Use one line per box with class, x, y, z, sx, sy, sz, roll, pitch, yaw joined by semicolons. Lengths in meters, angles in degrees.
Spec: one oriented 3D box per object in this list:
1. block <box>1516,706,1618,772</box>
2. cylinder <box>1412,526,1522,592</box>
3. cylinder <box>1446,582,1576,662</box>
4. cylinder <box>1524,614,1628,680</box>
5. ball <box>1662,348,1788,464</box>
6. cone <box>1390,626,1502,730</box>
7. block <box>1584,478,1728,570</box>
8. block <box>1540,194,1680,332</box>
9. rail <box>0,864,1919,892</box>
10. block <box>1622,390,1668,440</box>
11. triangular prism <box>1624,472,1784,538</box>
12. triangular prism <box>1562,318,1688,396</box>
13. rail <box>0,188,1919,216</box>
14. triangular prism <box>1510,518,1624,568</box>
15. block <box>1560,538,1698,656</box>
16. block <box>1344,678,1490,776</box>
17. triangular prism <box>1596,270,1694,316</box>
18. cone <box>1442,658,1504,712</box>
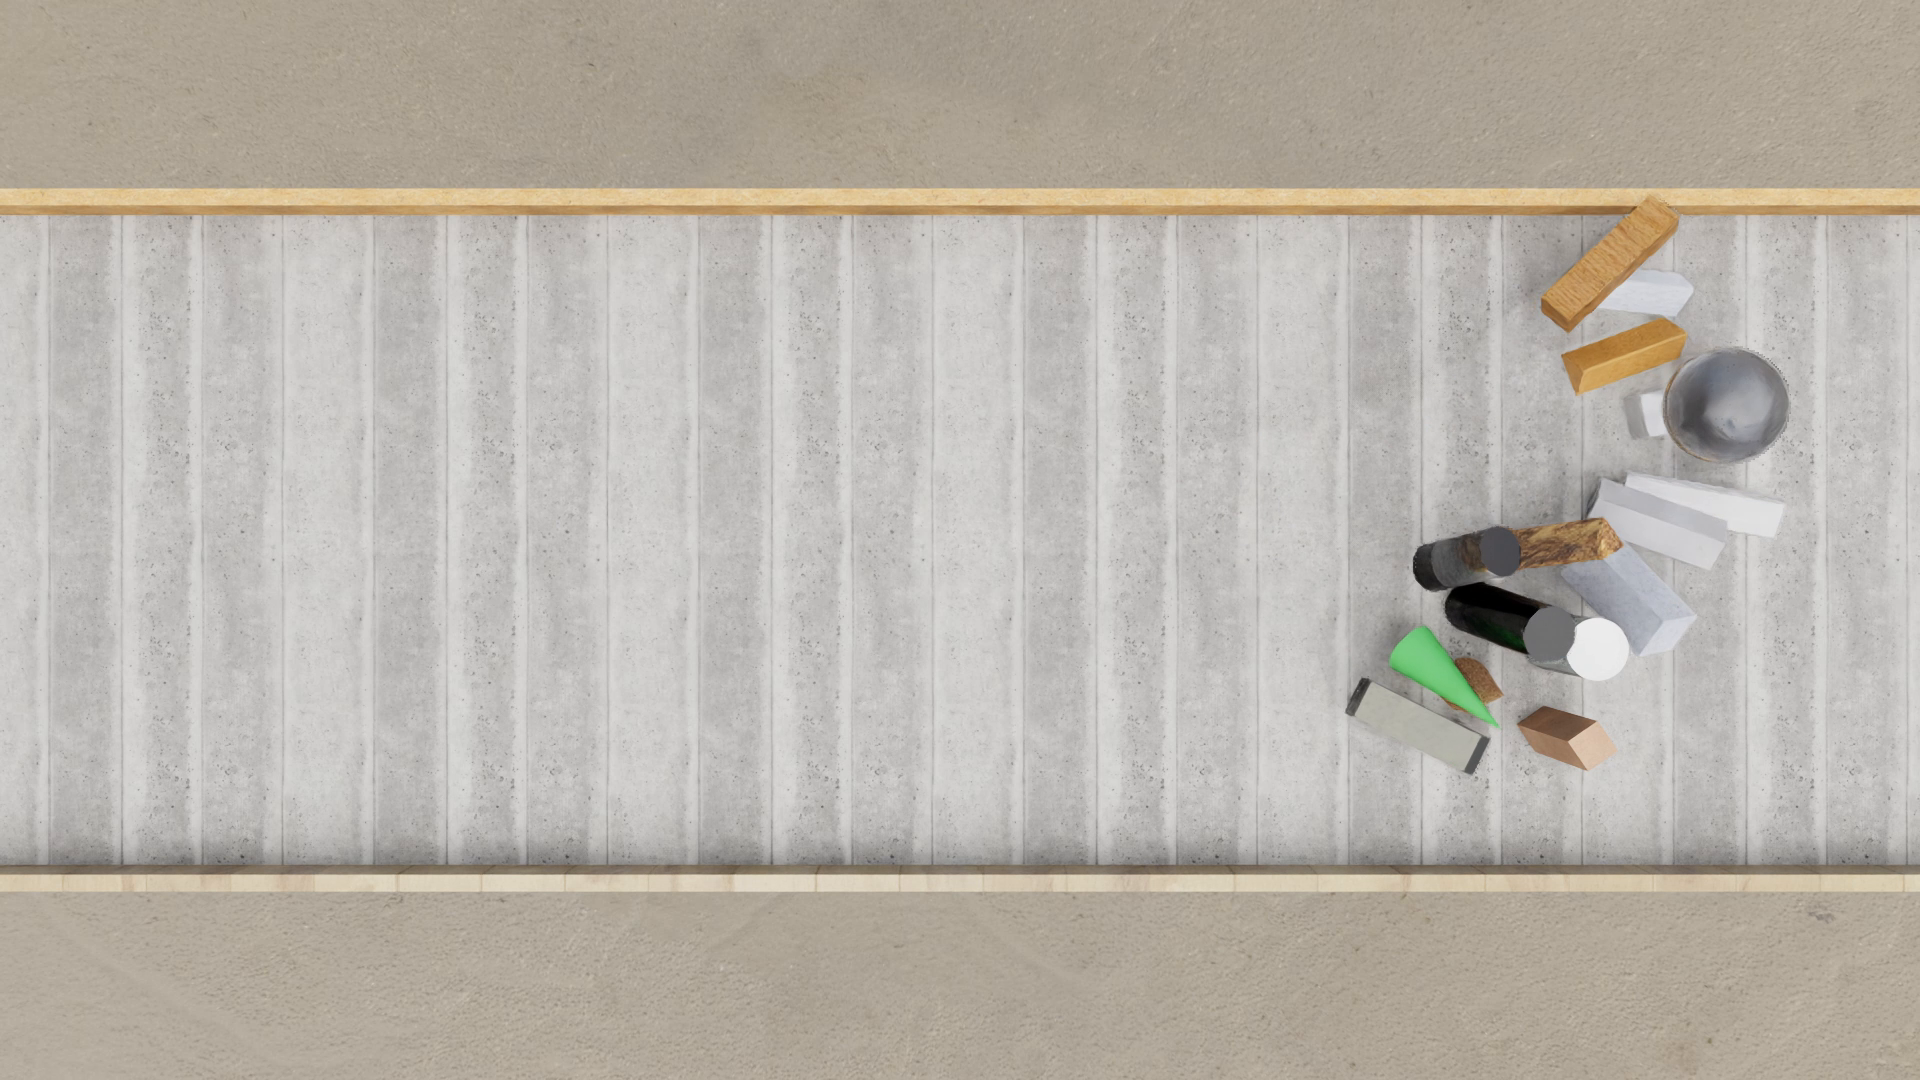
block;1.784;0.581;4.861;0.103;0.431;0.103;-34;90;0
cylinder;1.503;0.059;4.904;0.148;0.312;0.148;4;79;-21
cylinder;1.608;0.234;4.840;0.161;0.446;0.161;-2;99;-12
cylinder;1.813;0.311;4.884;0.178;0.386;0.178;0;90;0
ball;2.214;-0.388;4.778;0.335;0.335;0.335;0;90;0
cone;1.469;0.440;4.892;0.164;0.164;0.385;-42;52;0
block;2.085;-0.049;4.946;0.378;0.111;0.111;21;134;12
block;1.928;-0.818;4.899;0.433;0.110;0.110;-44;68;3
rail;-2.247;1.025;5.001;12.000;0.150;0.050;0;90;0
block;2.217;-0.406;5.011;0.337;0.131;0.131;-12;90;0
triangular prism;2.218;-0.129;4.929;0.434;0.114;0.132;12;72;20
triangular prism;2.030;-0.564;5.016;0.336;0.114;0.132;-20;90;0
rail;-2.247;-1.025;5.002;12.000;0.150;0.050;0;90;0
triangular prism;1.729;0.009;4.871;0.122;0.411;0.106;-21;96;-36
block;1.977;0.159;4.889;0.144;0.144;0.353;-7;46;-29
block;1.387;0.565;5.015;0.397;0.123;0.123;26;90;0
triangular prism;2.054;-0.770;5.017;0.307;0.114;0.131;6;90;0
cone;1.556;0.445;4.895;0.166;0.363;0.166;0;90;0
